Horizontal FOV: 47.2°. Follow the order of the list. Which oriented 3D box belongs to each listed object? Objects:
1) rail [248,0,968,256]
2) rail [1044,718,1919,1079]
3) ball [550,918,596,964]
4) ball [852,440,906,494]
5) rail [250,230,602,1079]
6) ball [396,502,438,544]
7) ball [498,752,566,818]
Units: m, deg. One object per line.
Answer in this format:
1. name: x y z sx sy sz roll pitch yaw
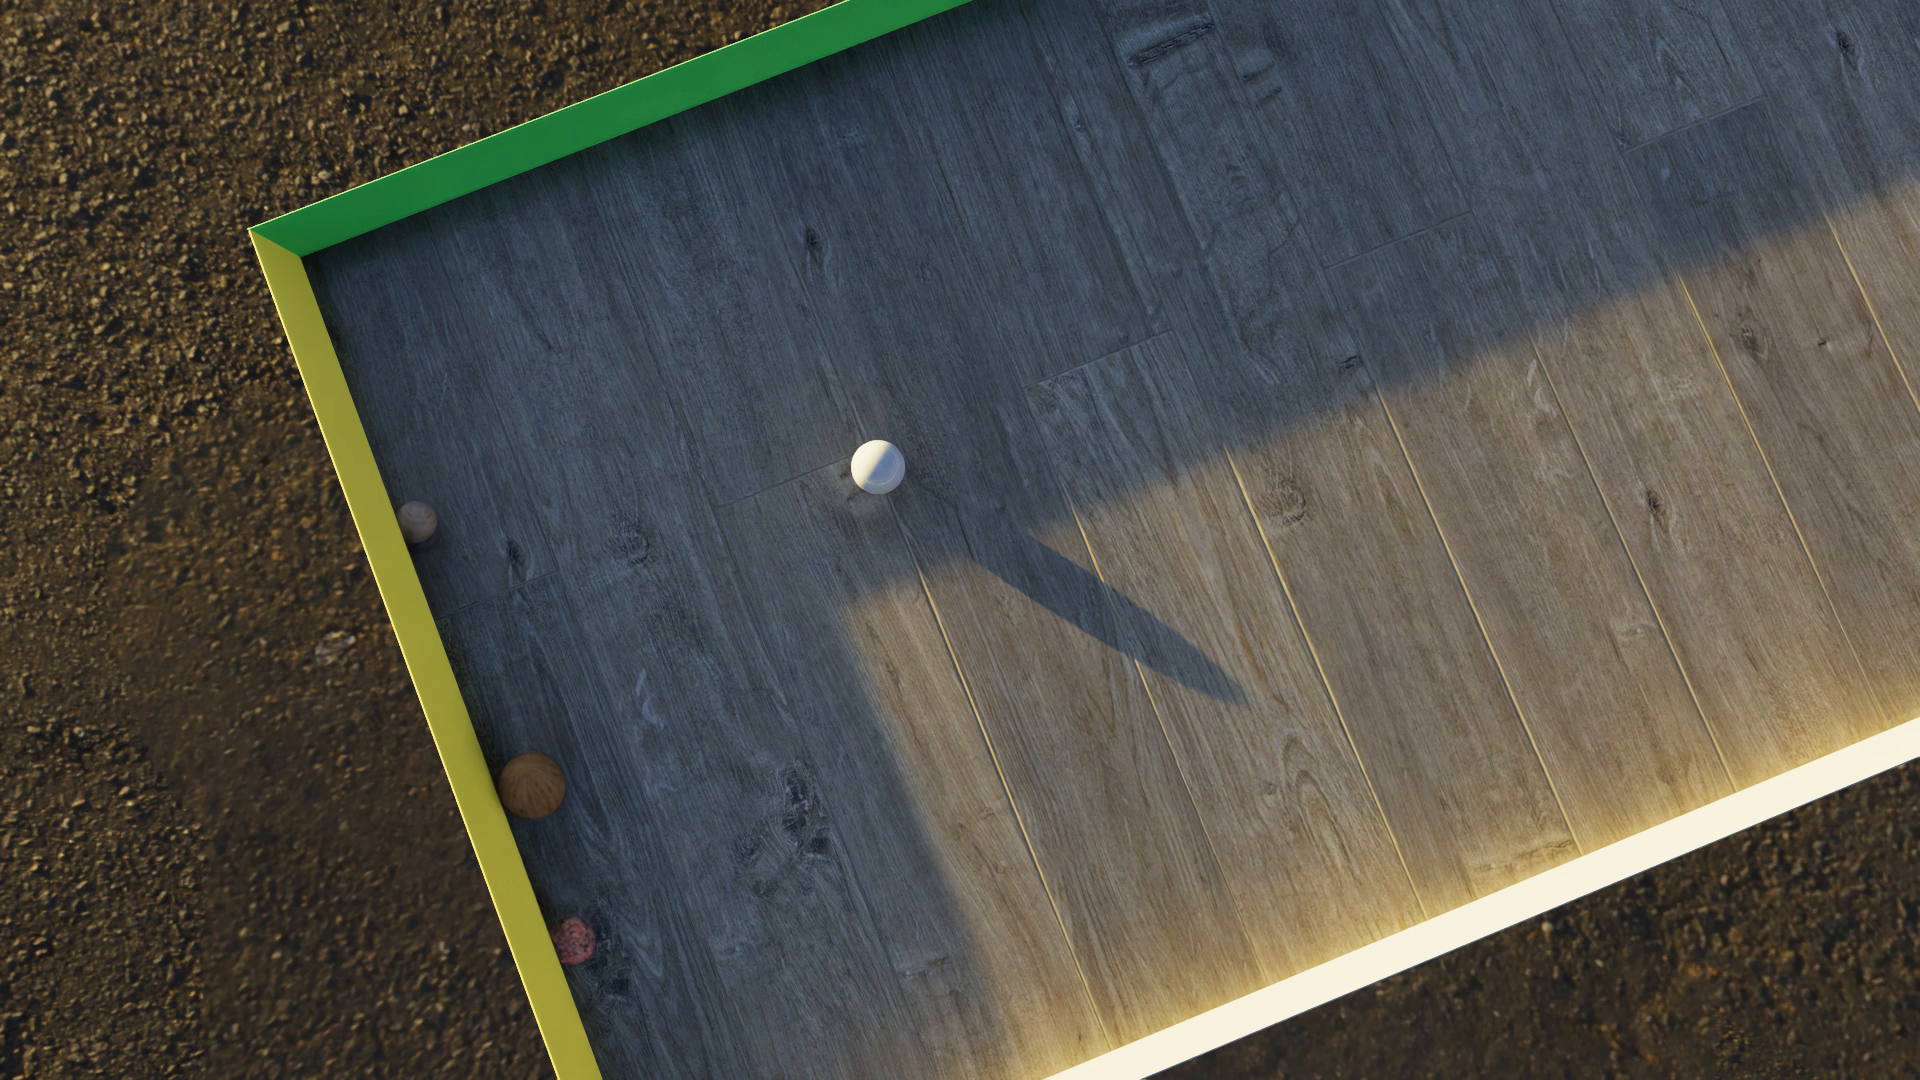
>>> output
1. rail: 0.455 -1.026 3.402 3.234 0.126 0.045 -22 82 -3
2. rail: 1.045 0.422 3.178 3.234 0.126 0.045 -22 82 -3
3. ball: -0.561 0.580 3.183 0.068 0.068 0.068 0 81 0
4. ball: -0.122 -0.109 3.284 0.081 0.081 0.081 0 81 0
5. rail: -0.728 0.286 3.199 0.045 0.126 1.627 -22 82 -3
6. ball: -0.812 -0.025 3.279 0.064 0.064 0.064 0 81 0
7. ball: -0.623 0.357 3.203 0.097 0.097 0.097 0 81 0
